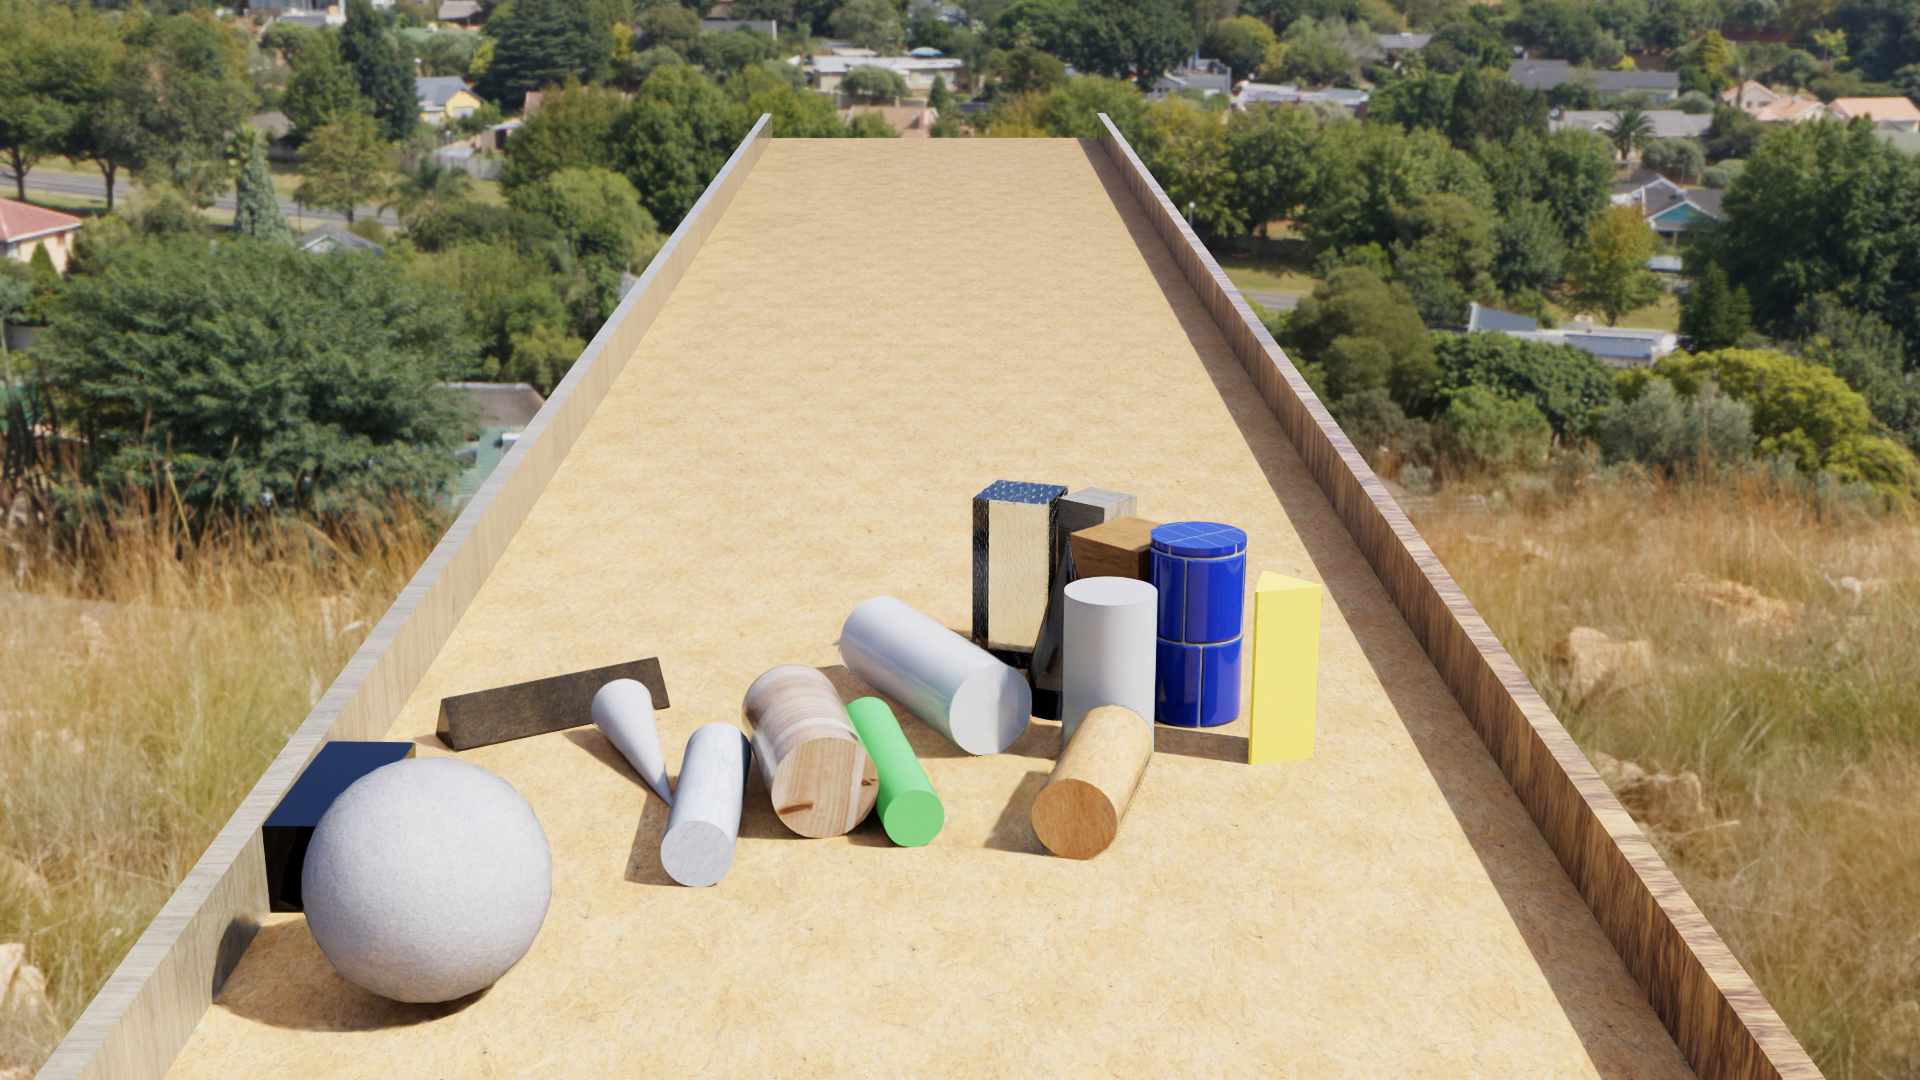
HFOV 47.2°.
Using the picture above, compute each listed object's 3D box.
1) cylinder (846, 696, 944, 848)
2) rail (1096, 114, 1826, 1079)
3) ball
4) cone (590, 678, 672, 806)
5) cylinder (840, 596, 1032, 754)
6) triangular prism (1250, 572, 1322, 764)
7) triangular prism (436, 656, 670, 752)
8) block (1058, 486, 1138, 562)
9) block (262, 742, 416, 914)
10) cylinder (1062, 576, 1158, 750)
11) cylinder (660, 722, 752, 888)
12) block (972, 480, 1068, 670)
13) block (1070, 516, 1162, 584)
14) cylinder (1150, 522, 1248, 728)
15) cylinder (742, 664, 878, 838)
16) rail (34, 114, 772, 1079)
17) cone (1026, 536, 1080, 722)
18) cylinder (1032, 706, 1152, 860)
[{"bbox_3d":[-0.121,0.389,3.744,0.100,0.100,0.432,-4,17,-12],"label":"cylinder"},{"bbox_3d":[0.932,-0.844,7.801,0.050,0.150,12.000,0,17,-1],"label":"rail"},{"bbox_3d":[-0.737,0.470,3.051,0.339,0.339,0.339,0,17,0],"label":"ball"},{"bbox_3d":[-0.548,0.380,3.849,0.113,0.113,0.382,-6,26,-21],"label":"cone"},{"bbox_3d":[-0.051,0.246,4.103,0.169,0.169,0.450,-9,19,-27],"label":"cylinder"},{"bbox_3d":[0.557,0.224,3.911,0.124,0.321,0.107,-5,17,-15],"label":"triangular prism"},{"bbox_3d":[-0.753,0.295,4.077,0.423,0.086,0.099,-10,19,-31],"label":"triangular prism"},{"bbox_3d":[0.272,0.076,4.383,0.111,0.335,0.111,13,21,37],"label":"block"},{"bbox_3d":[-0.969,0.448,3.468,0.143,0.143,0.340,0,17,1],"label":"block"},{"bbox_3d":[0.265,0.233,3.914,0.164,0.301,0.164,0,17,0],"label":"cylinder"},{"bbox_3d":[-0.411,0.426,3.595,0.113,0.113,0.412,0,17,-1],"label":"cylinder"},{"bbox_3d":[0.120,0.069,4.394,0.149,0.342,0.149,6,18,20],"label":"block"},{"bbox_3d":[0.334,0.133,4.244,0.175,0.304,0.175,-16,23,-42],"label":"block"},{"bbox_3d":[0.439,0.157,4.091,0.177,0.348,0.177,0,17,0],"label":"cylinder"},{"bbox_3d":[-0.259,0.353,3.731,0.177,0.177,0.357,-4,17,-13],"label":"cylinder"},{"bbox_3d":[-1.118,-0.838,7.780,0.050,0.150,12.000,0,17,-1],"label":"rail"},{"bbox_3d":[0.199,0.150,4.128,0.177,0.338,0.177,0,17,0],"label":"cone"},{"bbox_3d":[0.223,0.397,3.647,0.138,0.138,0.335,4,17,14],"label":"cylinder"}]
